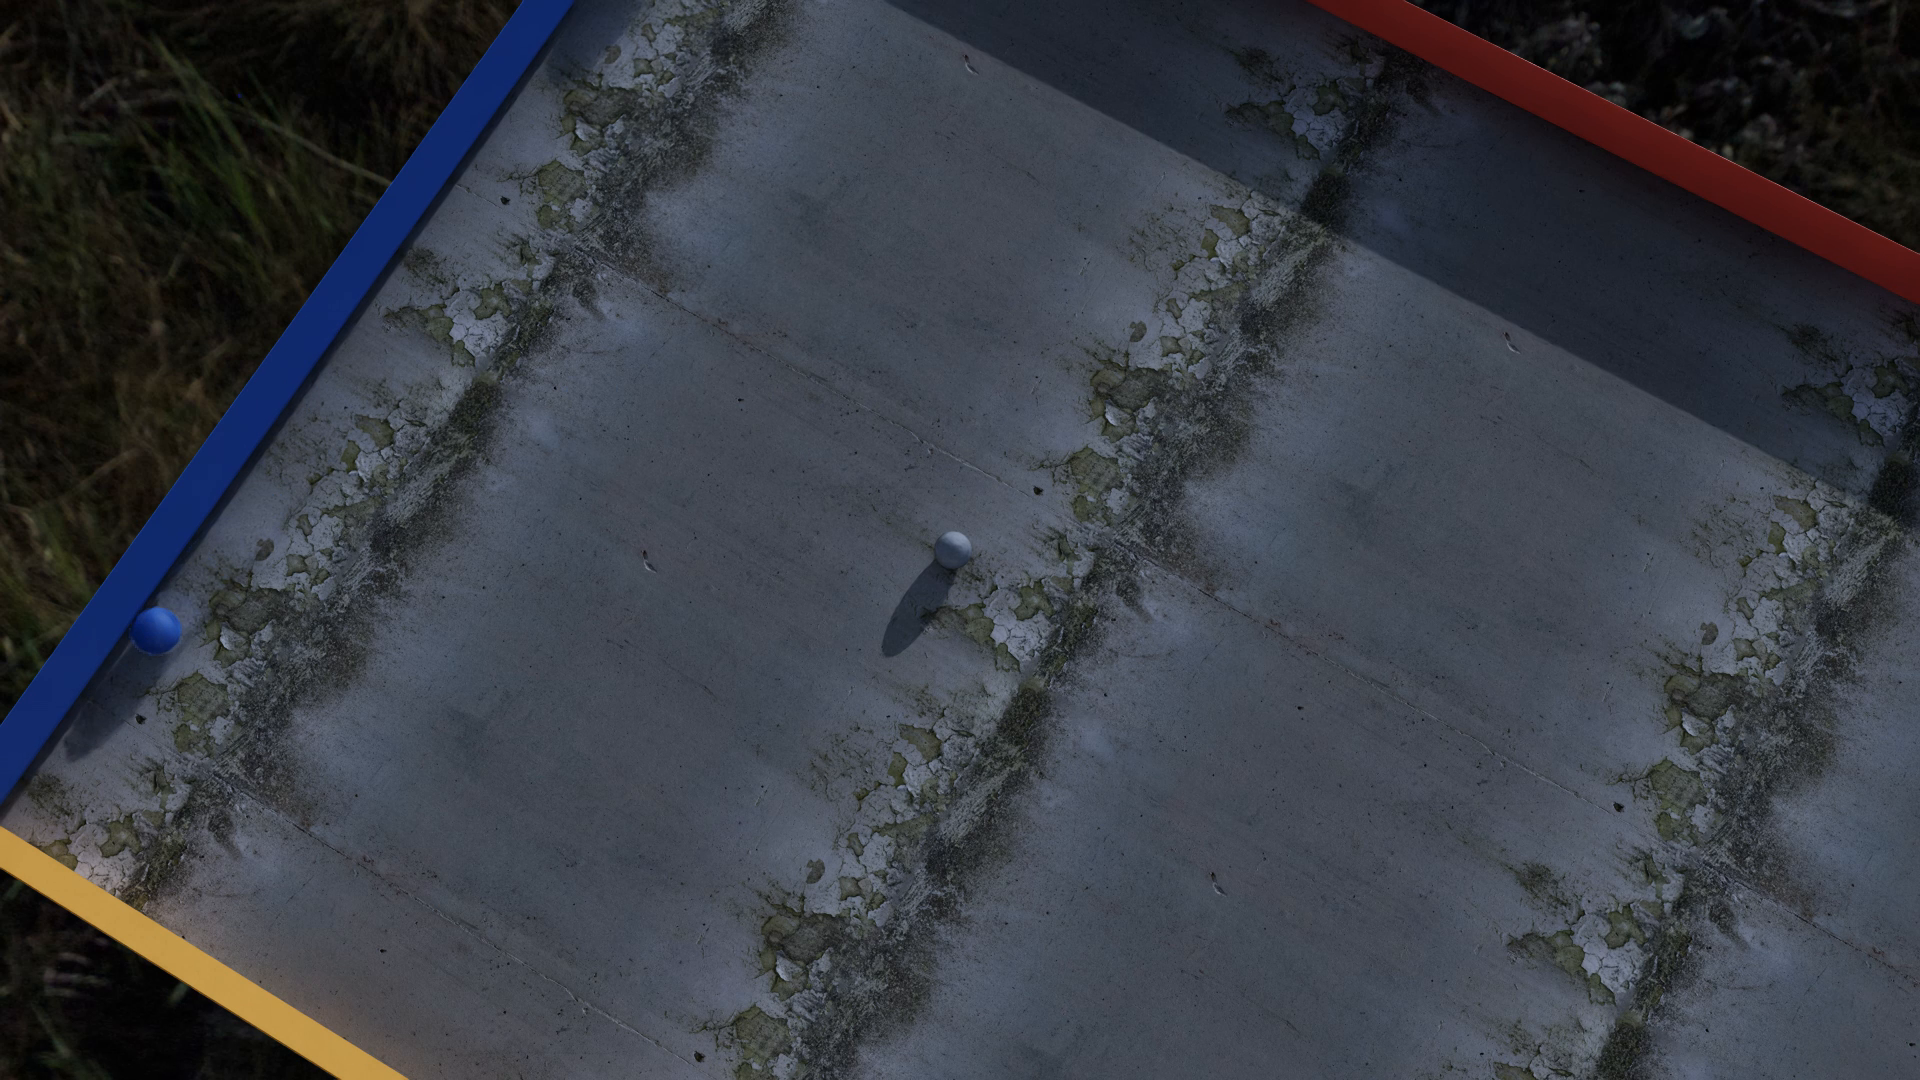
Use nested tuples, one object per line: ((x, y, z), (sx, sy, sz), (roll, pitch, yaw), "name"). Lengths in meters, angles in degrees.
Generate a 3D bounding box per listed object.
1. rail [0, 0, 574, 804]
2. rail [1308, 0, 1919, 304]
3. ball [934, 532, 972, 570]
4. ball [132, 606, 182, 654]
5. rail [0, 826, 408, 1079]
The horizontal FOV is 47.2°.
((-0.901, -0.503, 3.519), (0.045, 0.112, 2.277), (29, 75, 9), "rail")
((1.479, -0.419, 3.493), (4.256, 0.112, 0.045), (29, 75, 9), "rail")
((-0.011, 0.016, 3.387), (0.059, 0.059, 0.059), (0, 73, 0), "ball")
((-1.222, 0.137, 3.343), (0.071, 0.071, 0.071), (0, 73, 0), "ball")
((0.364, 1.424, 2.921), (4.256, 0.112, 0.045), (29, 75, 9), "rail")
